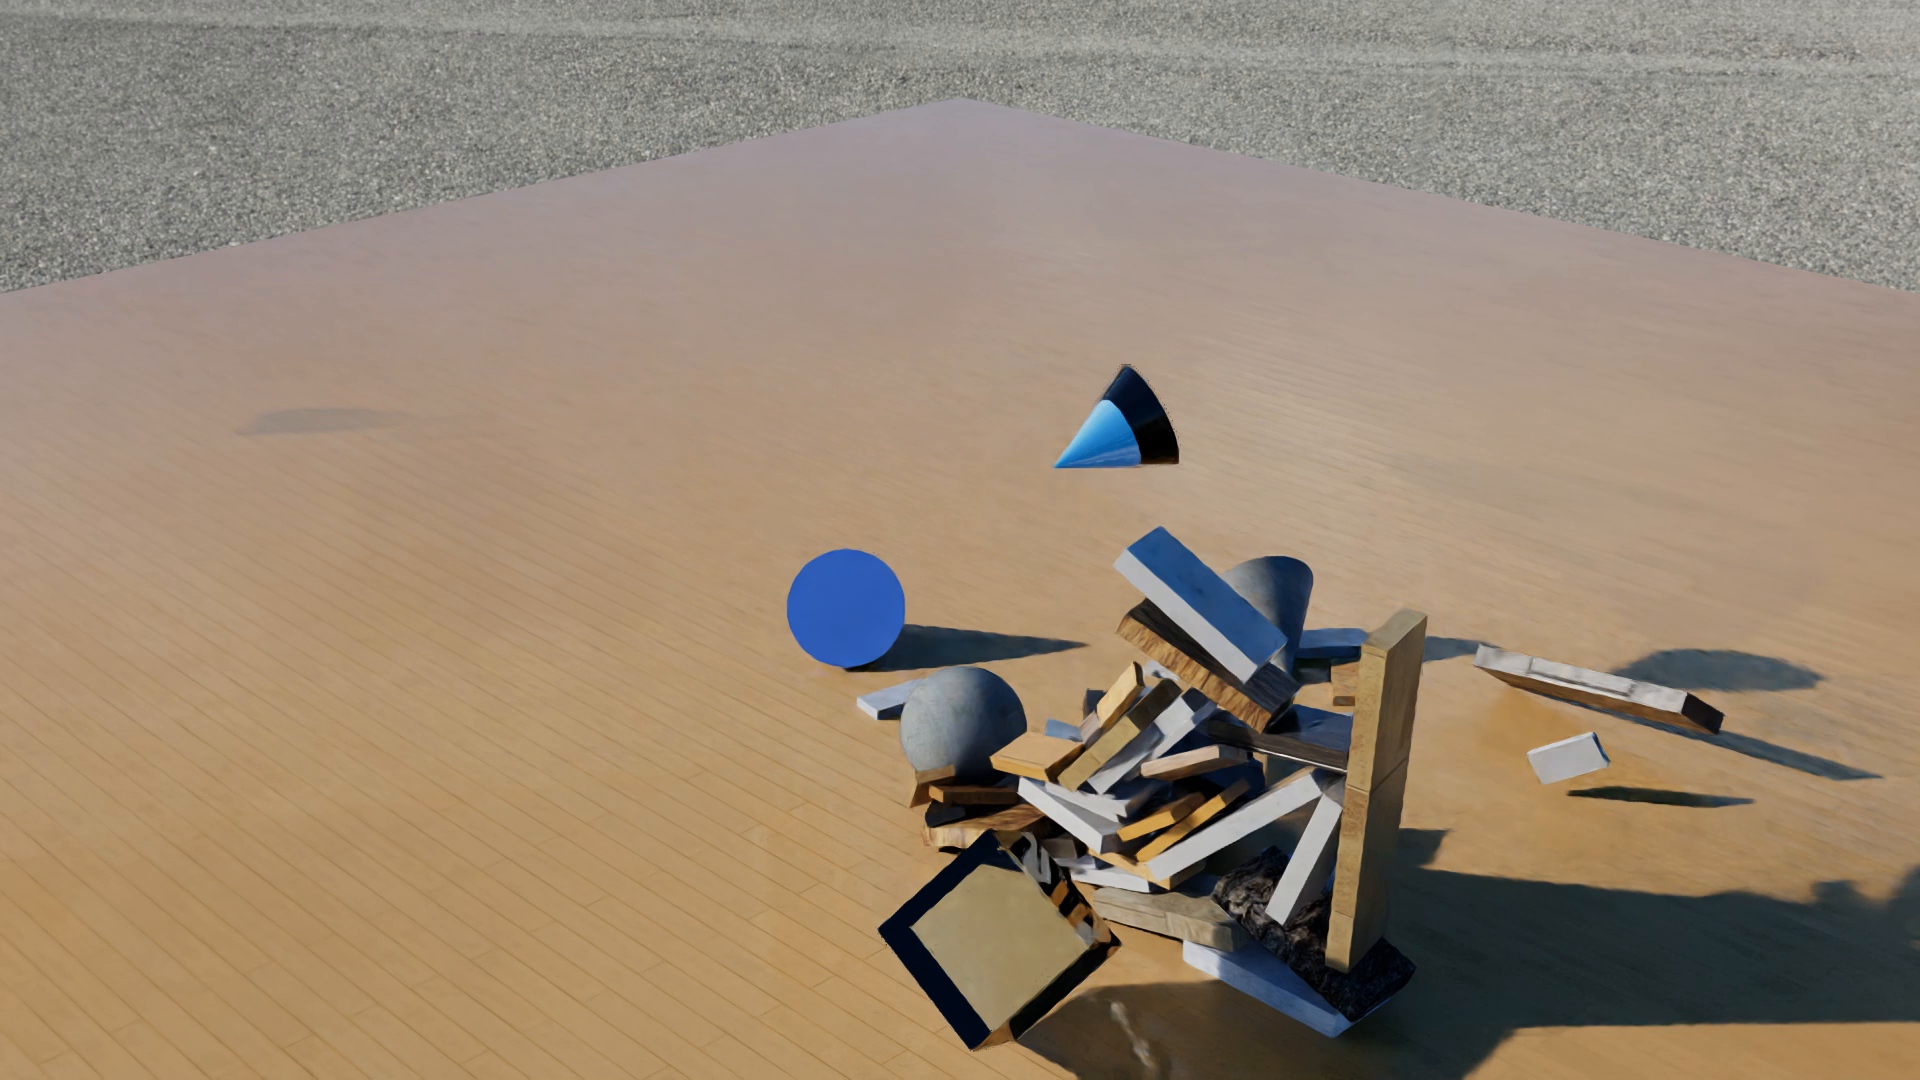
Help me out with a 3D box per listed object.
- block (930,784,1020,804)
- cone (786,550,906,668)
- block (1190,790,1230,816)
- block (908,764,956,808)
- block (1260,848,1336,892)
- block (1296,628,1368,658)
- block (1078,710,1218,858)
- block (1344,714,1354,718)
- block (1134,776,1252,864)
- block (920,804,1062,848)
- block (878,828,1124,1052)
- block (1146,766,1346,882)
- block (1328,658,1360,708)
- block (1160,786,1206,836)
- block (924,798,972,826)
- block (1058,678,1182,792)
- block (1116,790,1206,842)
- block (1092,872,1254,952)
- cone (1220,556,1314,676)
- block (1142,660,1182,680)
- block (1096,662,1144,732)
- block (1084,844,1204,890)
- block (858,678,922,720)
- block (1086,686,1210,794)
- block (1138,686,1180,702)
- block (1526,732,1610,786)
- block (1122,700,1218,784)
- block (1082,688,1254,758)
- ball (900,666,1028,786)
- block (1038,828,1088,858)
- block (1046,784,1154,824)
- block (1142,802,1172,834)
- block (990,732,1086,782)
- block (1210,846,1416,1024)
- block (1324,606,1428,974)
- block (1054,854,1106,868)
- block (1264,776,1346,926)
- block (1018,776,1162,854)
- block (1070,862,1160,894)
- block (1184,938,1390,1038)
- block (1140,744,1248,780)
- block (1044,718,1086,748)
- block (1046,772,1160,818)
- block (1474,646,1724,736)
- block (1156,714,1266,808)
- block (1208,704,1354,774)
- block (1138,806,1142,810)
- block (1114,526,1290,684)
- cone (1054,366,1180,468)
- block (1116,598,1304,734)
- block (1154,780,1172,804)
[{"bbox_3d":[0.028,0.498,4.305,0.159,0.023,0.080,3,3,-21],"label":"block"},{"bbox_3d":[-0.266,0.171,5.185,0.272,0.272,0.272,-1,-6,-2],"label":"cone"},{"bbox_3d":[0.518,0.507,4.501,0.074,0.021,0.179,-33,31,-9],"label":"block"},{"bbox_3d":[-0.057,0.491,4.383,0.080,0.159,0.023,-12,68,-12],"label":"block"},{"bbox_3d":[0.644,0.638,4.230,0.153,0.022,0.077,11,25,23],"label":"block"},{"bbox_3d":[0.859,0.242,5.157,0.193,0.027,0.096,-2,23,-5],"label":"block"},{"bbox_3d":[0.371,0.472,4.267,0.331,0.047,0.166,43,4,-5],"label":"block"},{"bbox_3d":[0.868,0.417,4.750,0.074,0.021,0.148,0,23,0],"label":"block"},{"bbox_3d":[0.418,0.506,3.956,0.085,0.248,0.024,-26,77,-47],"label":"block"},{"bbox_3d":[0.064,0.553,4.259,0.136,0.039,0.273,-21,10,-42],"label":"block"},{"bbox_3d":[0.070,0.660,3.654,0.250,0.250,0.250,50,8,18],"label":"block"},{"bbox_3d":[0.514,0.481,3.865,0.143,0.040,0.432,-26,-8,-46],"label":"block"},{"bbox_3d":[0.888,0.321,4.968,0.096,0.027,0.193,2,23,5],"label":"block"},{"bbox_3d":[0.402,0.553,4.422,0.191,0.027,0.095,-15,27,-32],"label":"block"},{"bbox_3d":[-0.021,0.529,4.349,0.080,0.023,0.159,-18,3,7],"label":"block"},{"bbox_3d":[0.286,0.352,3.964,0.038,0.268,0.134,47,50,5],"label":"block"},{"bbox_3d":[0.364,0.500,3.976,0.085,0.024,0.169,-27,-3,-36],"label":"block"},{"bbox_3d":[0.422,0.668,4.033,0.166,0.047,0.332,-21,18,-40],"label":"block"},{"bbox_3d":[0.719,0.228,5.049,0.272,0.272,0.272,-5,52,-11],"label":"cone"},{"bbox_3d":[0.388,0.226,3.881,0.120,0.017,0.060,5,24,39],"label":"block"},{"bbox_3d":[0.283,0.276,3.878,0.017,0.120,0.060,24,34,-20],"label":"block"},{"bbox_3d":[0.342,0.582,4.084,0.203,0.029,0.102,19,30,40],"label":"block"},{"bbox_3d":[-0.136,0.354,4.896,0.165,0.023,0.082,-15,27,-31],"label":"block"},{"bbox_3d":[0.353,0.342,3.927,0.038,0.293,0.134,49,41,7],"label":"block"},{"bbox_3d":[0.464,0.372,4.799,0.193,0.027,0.096,17,26,8],"label":"block"},{"bbox_3d":[1.236,0.444,4.468,0.148,0.074,0.021,-24,10,37],"label":"block"},{"bbox_3d":[0.366,0.357,3.870,0.060,0.320,0.017,-37,82,-29],"label":"block"},{"bbox_3d":[0.418,0.387,4.459,0.331,0.047,0.166,9,25,-4],"label":"block"},{"bbox_3d":[0.007,0.388,4.512,0.261,0.261,0.261,0,23,0],"label":"ball"},{"bbox_3d":[0.168,0.569,4.249,0.273,0.039,0.136,-6,11,46],"label":"block"},{"bbox_3d":[0.258,0.461,4.092,0.095,0.027,0.191,-32,32,-31],"label":"block"},{"bbox_3d":[0.364,0.522,4.281,0.276,0.022,0.076,46,5,18],"label":"block"},{"bbox_3d":[0.148,0.409,4.157,0.095,0.027,0.191,-32,18,-26],"label":"block"},{"bbox_3d":[0.616,0.685,3.844,0.166,0.047,0.332,-21,51,-42],"label":"block"},{"bbox_3d":[0.687,0.422,3.645,0.043,0.629,0.152,19,32,30],"label":"block"},{"bbox_3d":[0.219,0.595,4.222,0.102,0.029,0.203,-21,10,-41],"label":"block"},{"bbox_3d":[0.621,0.518,3.758,0.040,0.285,0.143,36,38,23],"label":"block"},{"bbox_3d":[0.243,0.508,4.152,0.136,0.039,0.273,-5,21,-32],"label":"block"},{"bbox_3d":[0.313,0.620,4.139,0.102,0.029,0.203,-21,14,-40],"label":"block"},{"bbox_3d":[0.579,0.761,3.906,0.166,0.047,0.332,-21,31,-40],"label":"block"},{"bbox_3d":[0.410,0.390,3.849,0.169,0.024,0.085,-20,-23,39],"label":"block"},{"bbox_3d":[0.213,0.411,4.411,0.095,0.027,0.197,20,13,1],"label":"block"},{"bbox_3d":[0.262,0.449,4.054,0.191,0.027,0.095,15,38,42],"label":"block"},{"bbox_3d":[1.367,0.320,4.734,0.166,0.047,0.517,26,-8,-41],"label":"block"},{"bbox_3d":[0.465,0.432,4.239,0.268,0.038,0.134,26,32,-14],"label":"block"},{"bbox_3d":[0.583,0.332,3.764,0.285,0.040,0.143,11,21,42],"label":"block"},{"bbox_3d":[0.259,0.465,4.182,0.095,0.027,0.191,-2,20,-26],"label":"block"},{"bbox_3d":[0.420,0.109,3.824,0.303,0.043,0.152,42,31,11],"label":"block"},{"bbox_3d":[0.303,-0.209,4.715,0.243,0.243,0.243,-28,30,-10],"label":"cone"},{"bbox_3d":[0.433,0.206,3.810,0.303,0.043,0.152,35,30,16],"label":"block"},{"bbox_3d":[0.325,0.435,4.126,0.153,0.077,0.022,23,52,21],"label":"block"}]
